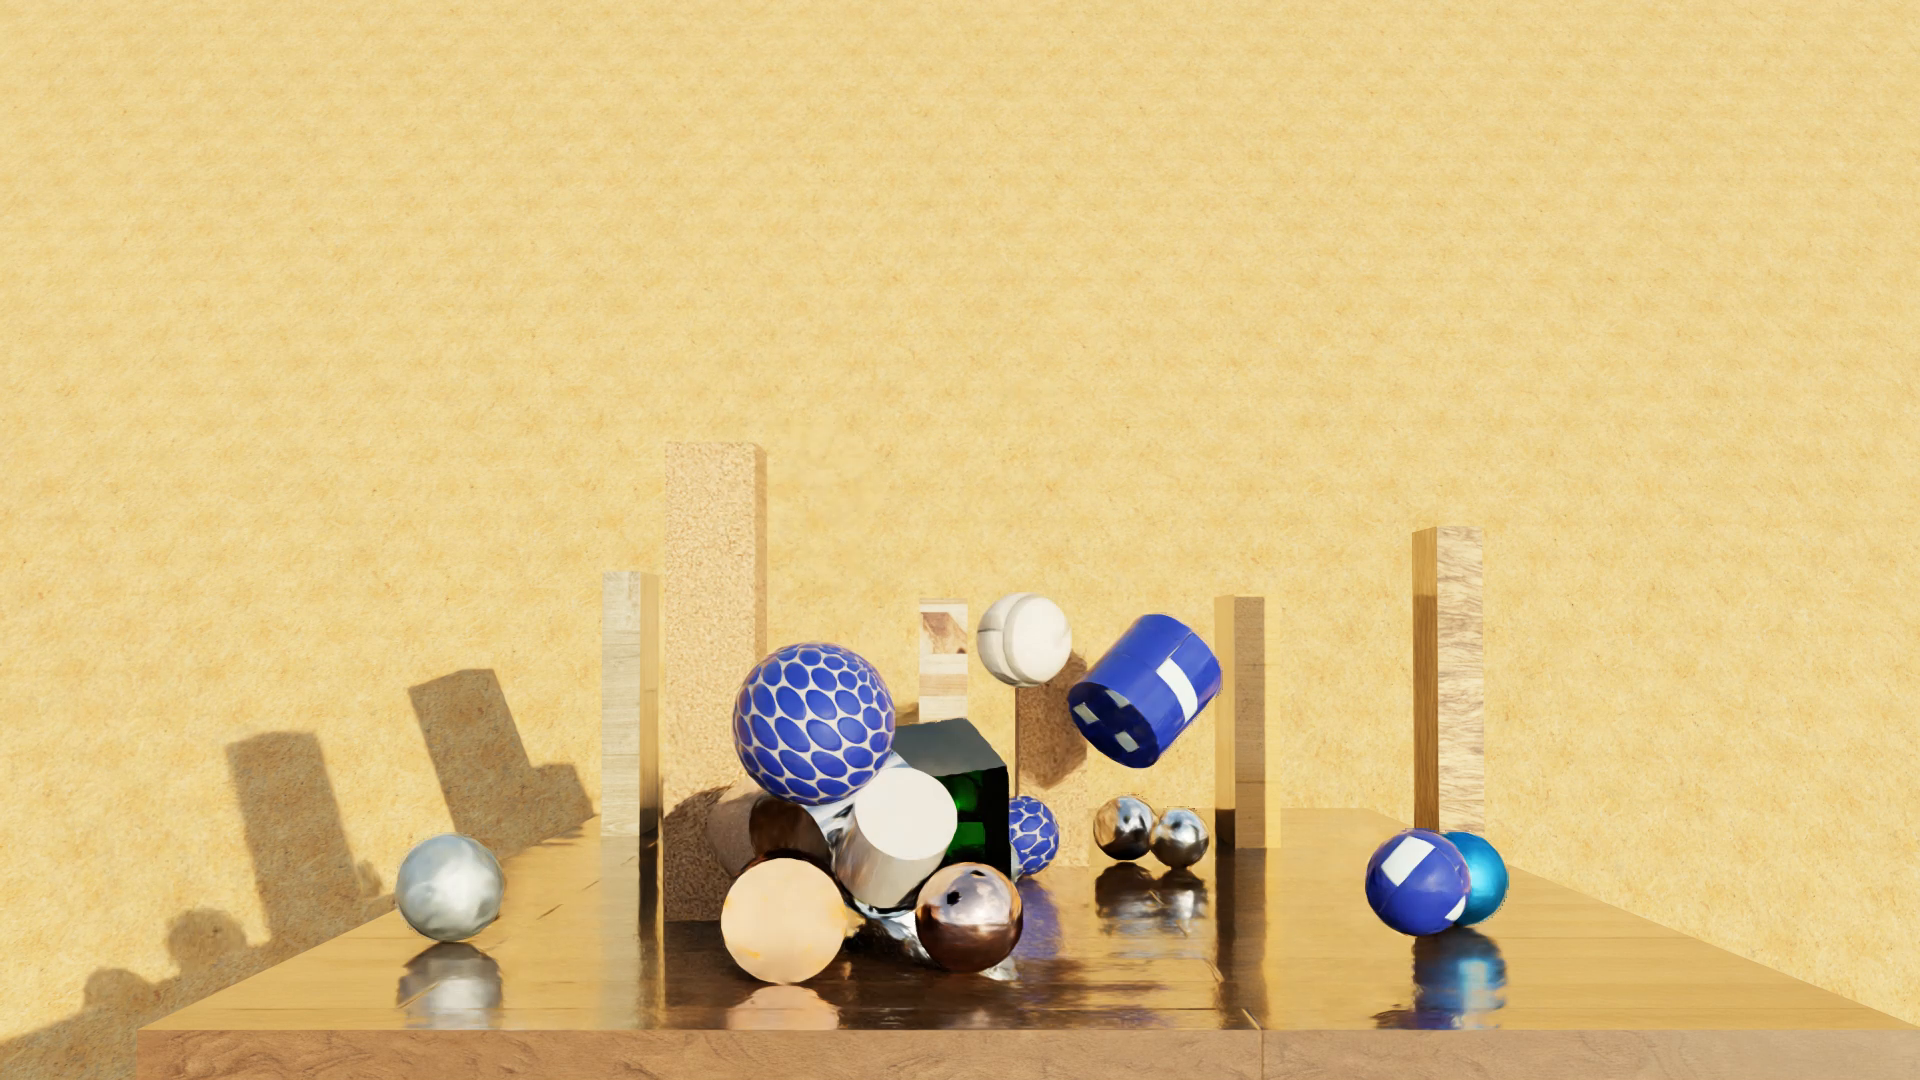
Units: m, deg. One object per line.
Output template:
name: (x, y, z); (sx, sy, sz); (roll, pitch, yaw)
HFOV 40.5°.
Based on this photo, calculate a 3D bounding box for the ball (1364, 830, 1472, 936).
ball: (0.608, 0.455, 3.454); (0.140, 0.140, 0.140); (0, 36, 0)

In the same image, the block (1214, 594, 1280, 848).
block: (0.634, 0.394, 5.760); (0.097, 0.541, 0.435); (0, -2, 0)

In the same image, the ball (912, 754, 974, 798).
ball: (-0.039, 0.436, 4.531); (0.126, 0.126, 0.126); (0, 36, 0)

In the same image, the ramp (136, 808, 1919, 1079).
ramp: (0.080, 0.680, 4.902); (2.000, 0.100, 4.000); (0, -2, 0)

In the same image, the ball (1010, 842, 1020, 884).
ball: (0.037, 0.521, 4.156); (0.117, 0.117, 0.117); (0, 36, 0)

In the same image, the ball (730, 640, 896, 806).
ball: (-0.179, 0.224, 3.181); (0.202, 0.202, 0.202); (0, 36, 0)

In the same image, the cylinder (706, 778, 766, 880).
cylinder: (-0.263, 0.462, 3.865); (0.171, 0.171, 0.171); (-19, 44, -24)

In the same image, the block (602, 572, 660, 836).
block: (-0.768, 0.378, 6.077); (0.086, 0.599, 0.370); (0, -2, 0)

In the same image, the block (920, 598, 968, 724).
block: (-0.029, 0.369, 4.814); (0.085, 0.514, 0.435); (0, -2, 0)

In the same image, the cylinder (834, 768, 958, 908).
cylinder: (-0.086, 0.397, 3.458); (0.138, 0.138, 0.138); (8, 53, -11)

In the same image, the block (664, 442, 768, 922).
block: (-0.392, 0.226, 4.209); (0.141, 0.749, 0.271); (0, -2, 0)

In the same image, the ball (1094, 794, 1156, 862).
ball: (0.332, 0.576, 5.199); (0.132, 0.132, 0.132); (0, 36, 0)

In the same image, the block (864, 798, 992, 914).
block: (-0.053, 0.517, 4.285); (0.174, 0.174, 0.174); (1, -2, -14)

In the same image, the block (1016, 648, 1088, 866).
block: (0.184, 0.432, 5.277); (0.134, 0.426, 0.344); (0, -2, 0)

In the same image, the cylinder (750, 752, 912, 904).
cylinder: (-0.164, 0.407, 3.645); (0.186, 0.186, 0.186); (-22, 41, -39)

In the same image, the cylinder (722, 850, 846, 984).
cylinder: (-0.228, 0.487, 3.379); (0.158, 0.158, 0.158); (-3, -2, -4)

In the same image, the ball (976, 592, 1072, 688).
ball: (0.086, 0.134, 3.507); (0.130, 0.130, 0.130); (0, 36, 0)

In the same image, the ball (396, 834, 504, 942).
ball: (-0.741, 0.506, 3.778); (0.155, 0.155, 0.155); (0, 36, 0)

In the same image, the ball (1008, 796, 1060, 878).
ball: (0.111, 0.551, 4.841); (0.151, 0.151, 0.151); (0, 36, 0)

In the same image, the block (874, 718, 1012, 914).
block: (-0.055, 0.409, 3.885); (0.204, 0.204, 0.204); (-7, 19, -16)

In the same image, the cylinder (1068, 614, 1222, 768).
cylinder: (0.341, 0.278, 4.799); (0.204, 0.204, 0.204); (25, 53, 30)

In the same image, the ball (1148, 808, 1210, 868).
ball: (0.423, 0.576, 5.032); (0.117, 0.117, 0.117); (0, 36, 0)

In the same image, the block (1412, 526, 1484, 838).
block: (0.905, 0.303, 4.828); (0.082, 0.646, 0.260); (0, -2, 0)

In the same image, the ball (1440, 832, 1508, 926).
ball: (0.767, 0.520, 3.995); (0.144, 0.144, 0.144); (0, 36, 0)

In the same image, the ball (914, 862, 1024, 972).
ball: (0.012, 0.496, 3.424); (0.145, 0.145, 0.145); (0, 36, 0)

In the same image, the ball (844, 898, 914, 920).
ball: (-0.121, 0.508, 4.083); (0.175, 0.175, 0.175); (0, 36, 0)
